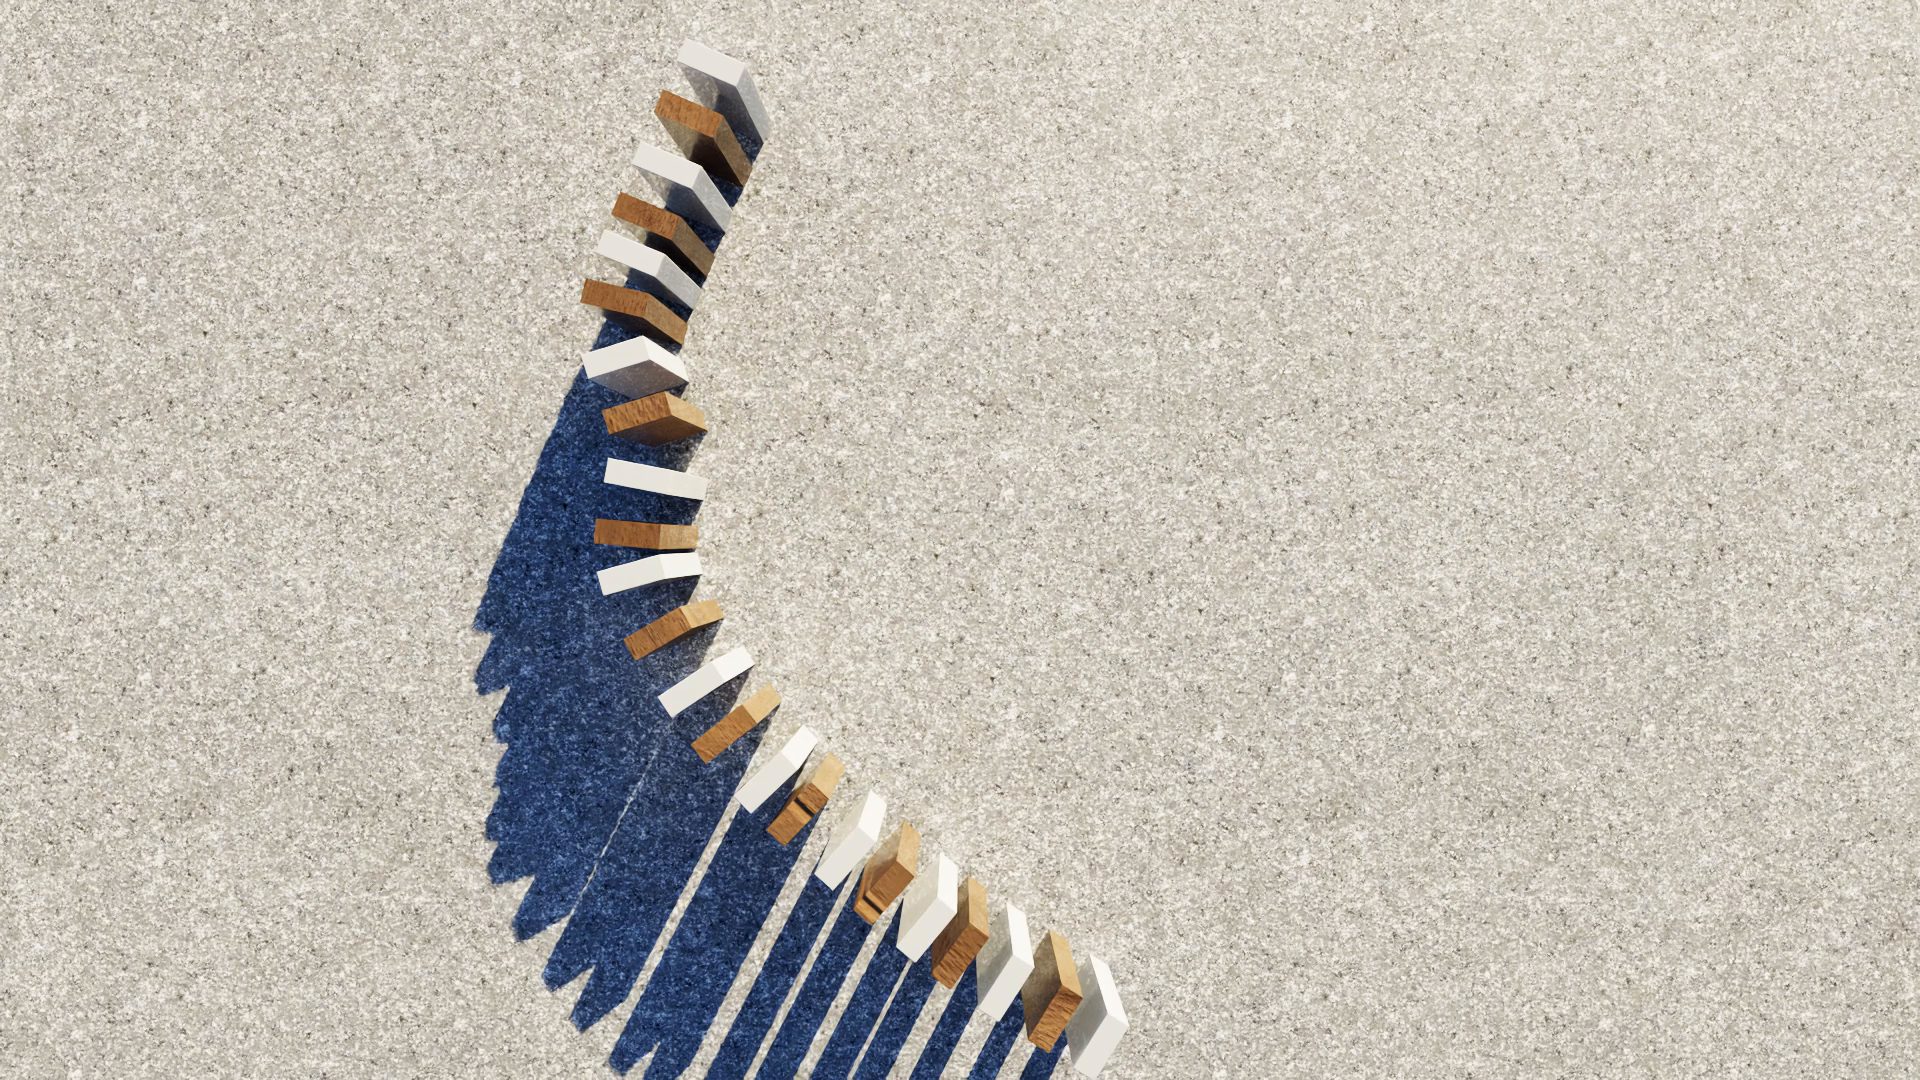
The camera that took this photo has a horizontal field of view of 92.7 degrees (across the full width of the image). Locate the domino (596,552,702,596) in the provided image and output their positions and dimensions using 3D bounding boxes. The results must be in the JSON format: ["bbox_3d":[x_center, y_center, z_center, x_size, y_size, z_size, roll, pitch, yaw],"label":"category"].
[{"bbox_3d":[-0.126,0.013,0.375,0.025,0.050,0.010,-15,90,0],"label":"domino"}]

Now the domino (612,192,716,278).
[{"bbox_3d":[-0.120,-0.124,0.375,0.025,0.050,0.010,23,90,0],"label":"domino"}]

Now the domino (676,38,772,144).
[{"bbox_3d":[-0.095,-0.182,0.375,0.025,0.050,0.009,23,90,0],"label":"domino"}]

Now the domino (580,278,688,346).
[{"bbox_3d":[-0.132,-0.092,0.375,0.025,0.050,0.010,14,90,0],"label":"domino"}]

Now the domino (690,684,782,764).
[{"bbox_3d":[-0.090,0.074,0.375,0.025,0.050,0.009,-38,90,0],"label":"domino"}]

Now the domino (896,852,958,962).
[{"bbox_3d":[-0.013,0.149,0.375,0.010,0.050,0.025,40,90,0],"label":"domino"}]

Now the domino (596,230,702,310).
[{"bbox_3d":[-0.126,-0.110,0.375,0.025,0.050,0.010,22,90,0],"label":"domino"}]

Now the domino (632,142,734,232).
[{"bbox_3d":[-0.112,-0.143,0.375,0.025,0.050,0.010,23,90,0],"label":"domino"}]

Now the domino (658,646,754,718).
[{"bbox_3d":[-0.103,0.057,0.375,0.025,0.050,0.009,-34,90,0],"label":"domino"}]

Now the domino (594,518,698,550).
[{"bbox_3d":[-0.127,-0.002,0.375,0.025,0.050,0.010,5,90,0],"label":"domino"}]

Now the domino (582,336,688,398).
[{"bbox_3d":[-0.132,-0.070,0.375,0.025,0.050,0.010,-17,90,0],"label":"domino"}]

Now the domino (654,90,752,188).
[{"bbox_3d":[-0.104,-0.163,0.375,0.025,0.050,0.010,24,90,0],"label":"domino"}]

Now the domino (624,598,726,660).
[{"bbox_3d":[-0.116,0.036,0.375,0.025,0.050,0.010,-30,90,0],"label":"domino"}]

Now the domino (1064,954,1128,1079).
[{"bbox_3d":[0.054,0.194,0.375,0.009,0.050,0.025,32,90,0],"label":"domino"}]

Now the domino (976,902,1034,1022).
[{"bbox_3d":[0.018,0.171,0.375,0.009,0.050,0.025,33,90,0],"label":"domino"}]

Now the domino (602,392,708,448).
[{"bbox_3d":[-0.123,-0.049,0.375,0.025,0.050,0.009,-17,90,0],"label":"domino"}]

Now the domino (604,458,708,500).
[{"bbox_3d":[-0.123,-0.024,0.375,0.025,0.050,0.009,11,90,0],"label":"domino"}]

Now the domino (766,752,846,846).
[{"bbox_3d":[-0.062,0.105,0.375,0.010,0.050,0.025,44,90,0],"label":"domino"}]

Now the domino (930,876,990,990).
[{"bbox_3d":[0.000,0.159,0.375,0.010,0.050,0.025,37,90,0],"label":"domino"}]

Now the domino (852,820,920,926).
[{"bbox_3d":[-0.029,0.135,0.375,0.009,0.050,0.025,42,90,0],"label":"domino"}]

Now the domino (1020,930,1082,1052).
[{"bbox_3d":[0.036,0.183,0.375,0.010,0.050,0.025,32,90,0],"label":"domino"}]

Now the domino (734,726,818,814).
[{"bbox_3d":[-0.074,0.093,0.375,0.025,0.050,0.009,-43,90,0],"label":"domino"}]

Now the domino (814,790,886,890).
[{"bbox_3d":[-0.044,0.122,0.375,0.009,0.050,0.025,42,90,0],"label":"domino"}]
